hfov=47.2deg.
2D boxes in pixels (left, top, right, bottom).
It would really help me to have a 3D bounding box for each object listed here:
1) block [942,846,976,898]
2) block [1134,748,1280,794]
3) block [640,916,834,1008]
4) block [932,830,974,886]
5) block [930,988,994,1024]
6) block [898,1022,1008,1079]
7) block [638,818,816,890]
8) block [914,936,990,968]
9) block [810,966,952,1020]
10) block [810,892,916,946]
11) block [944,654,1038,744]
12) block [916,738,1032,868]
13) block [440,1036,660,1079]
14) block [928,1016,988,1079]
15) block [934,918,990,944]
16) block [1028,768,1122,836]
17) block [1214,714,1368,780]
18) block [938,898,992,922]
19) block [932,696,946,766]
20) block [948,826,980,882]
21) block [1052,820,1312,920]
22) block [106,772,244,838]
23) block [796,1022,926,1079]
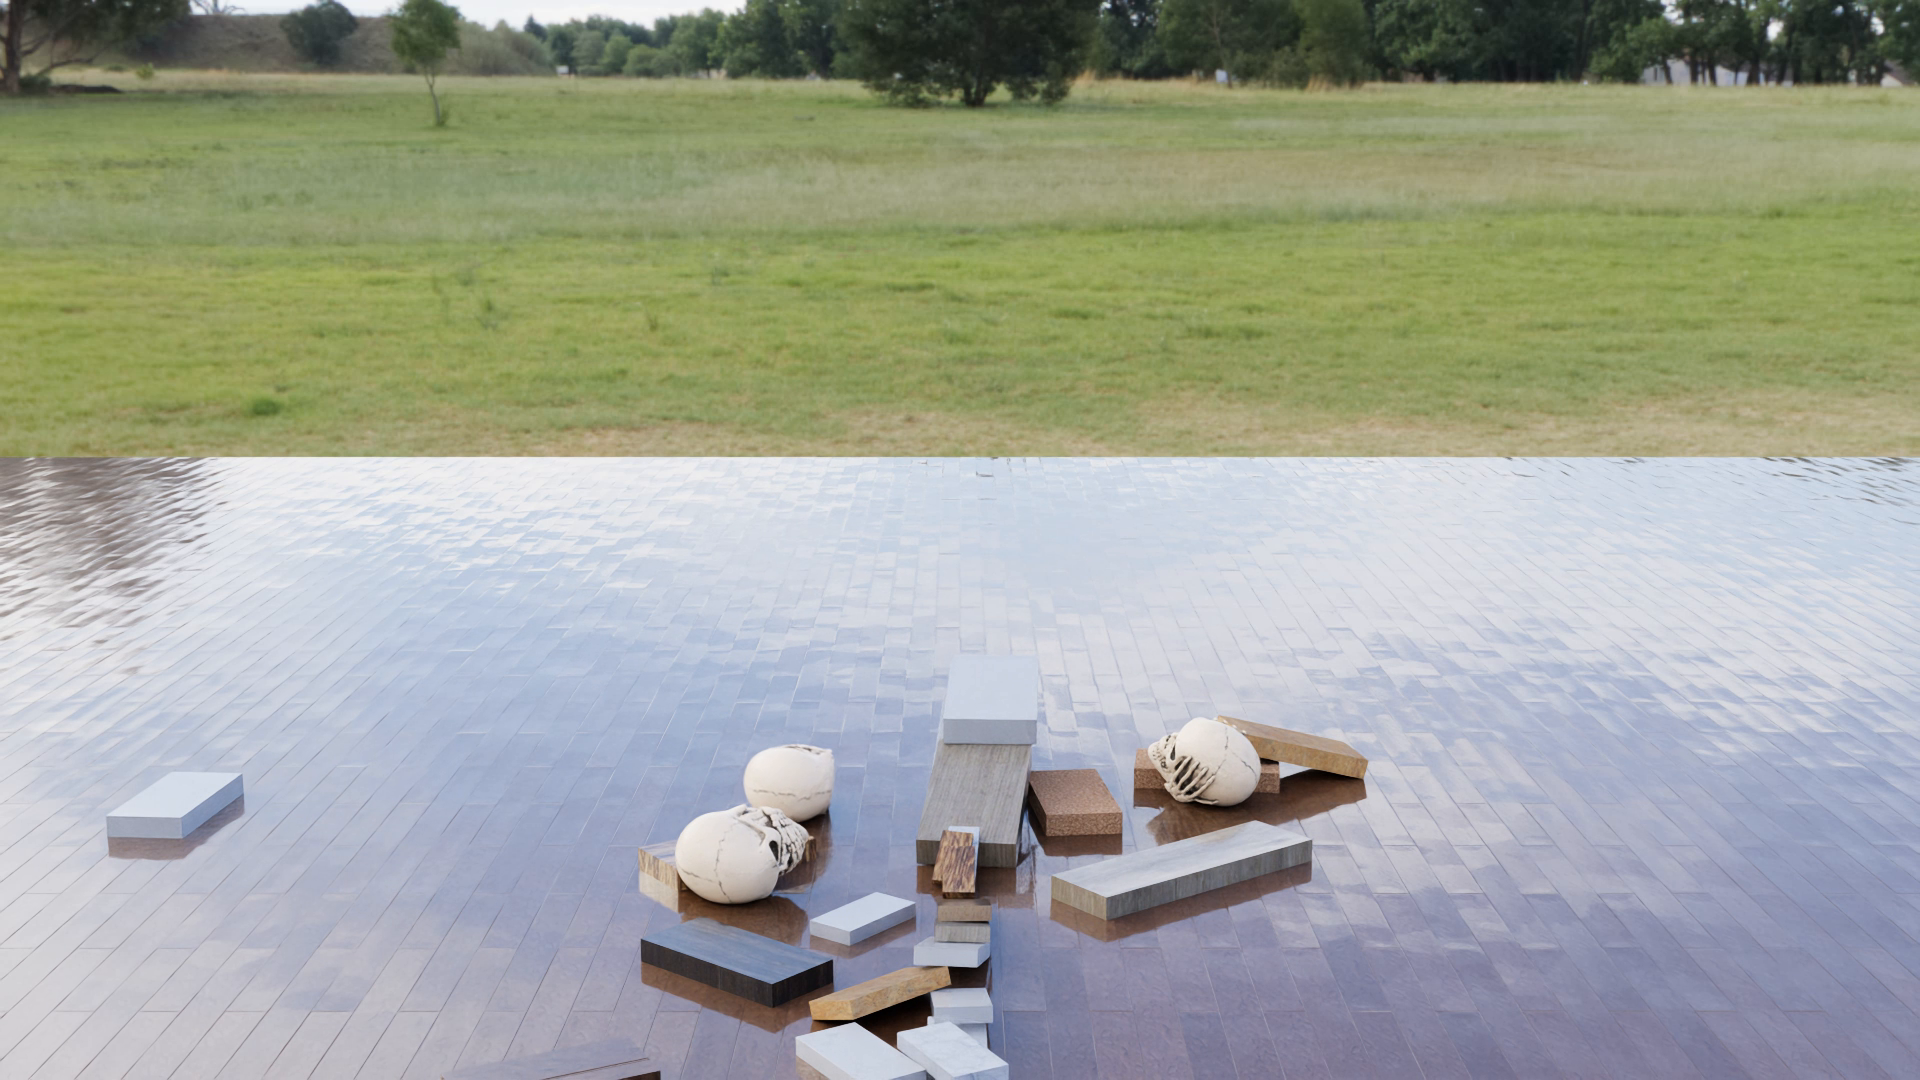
[{"bbox_3d":[-0.002,0.556,3.683,0.053,0.015,0.106,0,37,1],"label":"block"},{"bbox_3d":[0.484,0.451,4.308,0.279,0.040,0.140,1,11,7],"label":"block"},{"bbox_3d":[-0.339,0.635,3.325,0.283,0.036,0.129,9,14,39],"label":"block"},{"bbox_3d":[-0.012,0.541,3.731,0.053,0.015,0.106,5,45,9],"label":"block"},{"bbox_3d":[0.001,0.661,3.123,0.081,0.023,0.163,-1,-3,-3],"label":"block"},{"bbox_3d":[-0.011,0.690,2.940,0.081,0.023,0.163,-6,12,-28],"label":"block"},{"bbox_3d":[-0.402,0.544,3.812,0.274,0.039,0.137,-8,13,-35],"label":"block"},{"bbox_3d":[-0.011,0.618,3.303,0.094,0.027,0.188,1,-6,7],"label":"block"},{"bbox_3d":[-0.115,0.654,3.176,0.188,0.027,0.094,-10,-3,-42],"label":"block"},{"bbox_3d":[-0.155,0.606,3.521,0.083,0.023,0.166,8,13,37],"label":"block"},{"bbox_3d":[0.063,0.304,4.235,0.173,0.049,0.346,1,17,2],"label":"block"},{"bbox_3d":[0.029,0.468,3.950,0.173,0.049,0.346,2,25,6],"label":"block"},{"bbox_3d":[-0.538,0.716,2.890,0.257,0.036,0.129,-6,12,-28],"label":"block"},{"bbox_3d":[-0.004,0.698,3.023,0.081,0.023,0.163,0,11,-1],"label":"block"},{"bbox_3d":[0.003,0.602,3.387,0.083,0.023,0.166,2,-6,-1],"label":"block"},{"bbox_3d":[0.209,0.488,4.109,0.139,0.040,0.279,-1,11,-7],"label":"block"},{"bbox_3d":[0.653,0.409,4.349,0.275,0.039,0.137,13,8,-13],"label":"block"},{"bbox_3d":[0.006,0.587,3.495,0.083,0.023,0.166,0,-6,-1],"label":"block"},{"bbox_3d":[0.041,0.414,4.172,0.173,0.049,0.346,1,30,5],"label":"block"},{"bbox_3d":[0.004,0.537,3.757,0.053,0.015,0.106,1,45,5],"label":"block"},{"bbox_3d":[0.382,0.557,3.739,0.480,0.039,0.137,-8,13,-37],"label":"block"},{"bbox_3d":[-1.457,0.491,4.092,0.140,0.040,0.279,1,11,4],"label":"block"},{"bbox_3d":[-0.135,0.706,2.973,0.094,0.027,0.188,-7,12,-32],"label":"block"}]
